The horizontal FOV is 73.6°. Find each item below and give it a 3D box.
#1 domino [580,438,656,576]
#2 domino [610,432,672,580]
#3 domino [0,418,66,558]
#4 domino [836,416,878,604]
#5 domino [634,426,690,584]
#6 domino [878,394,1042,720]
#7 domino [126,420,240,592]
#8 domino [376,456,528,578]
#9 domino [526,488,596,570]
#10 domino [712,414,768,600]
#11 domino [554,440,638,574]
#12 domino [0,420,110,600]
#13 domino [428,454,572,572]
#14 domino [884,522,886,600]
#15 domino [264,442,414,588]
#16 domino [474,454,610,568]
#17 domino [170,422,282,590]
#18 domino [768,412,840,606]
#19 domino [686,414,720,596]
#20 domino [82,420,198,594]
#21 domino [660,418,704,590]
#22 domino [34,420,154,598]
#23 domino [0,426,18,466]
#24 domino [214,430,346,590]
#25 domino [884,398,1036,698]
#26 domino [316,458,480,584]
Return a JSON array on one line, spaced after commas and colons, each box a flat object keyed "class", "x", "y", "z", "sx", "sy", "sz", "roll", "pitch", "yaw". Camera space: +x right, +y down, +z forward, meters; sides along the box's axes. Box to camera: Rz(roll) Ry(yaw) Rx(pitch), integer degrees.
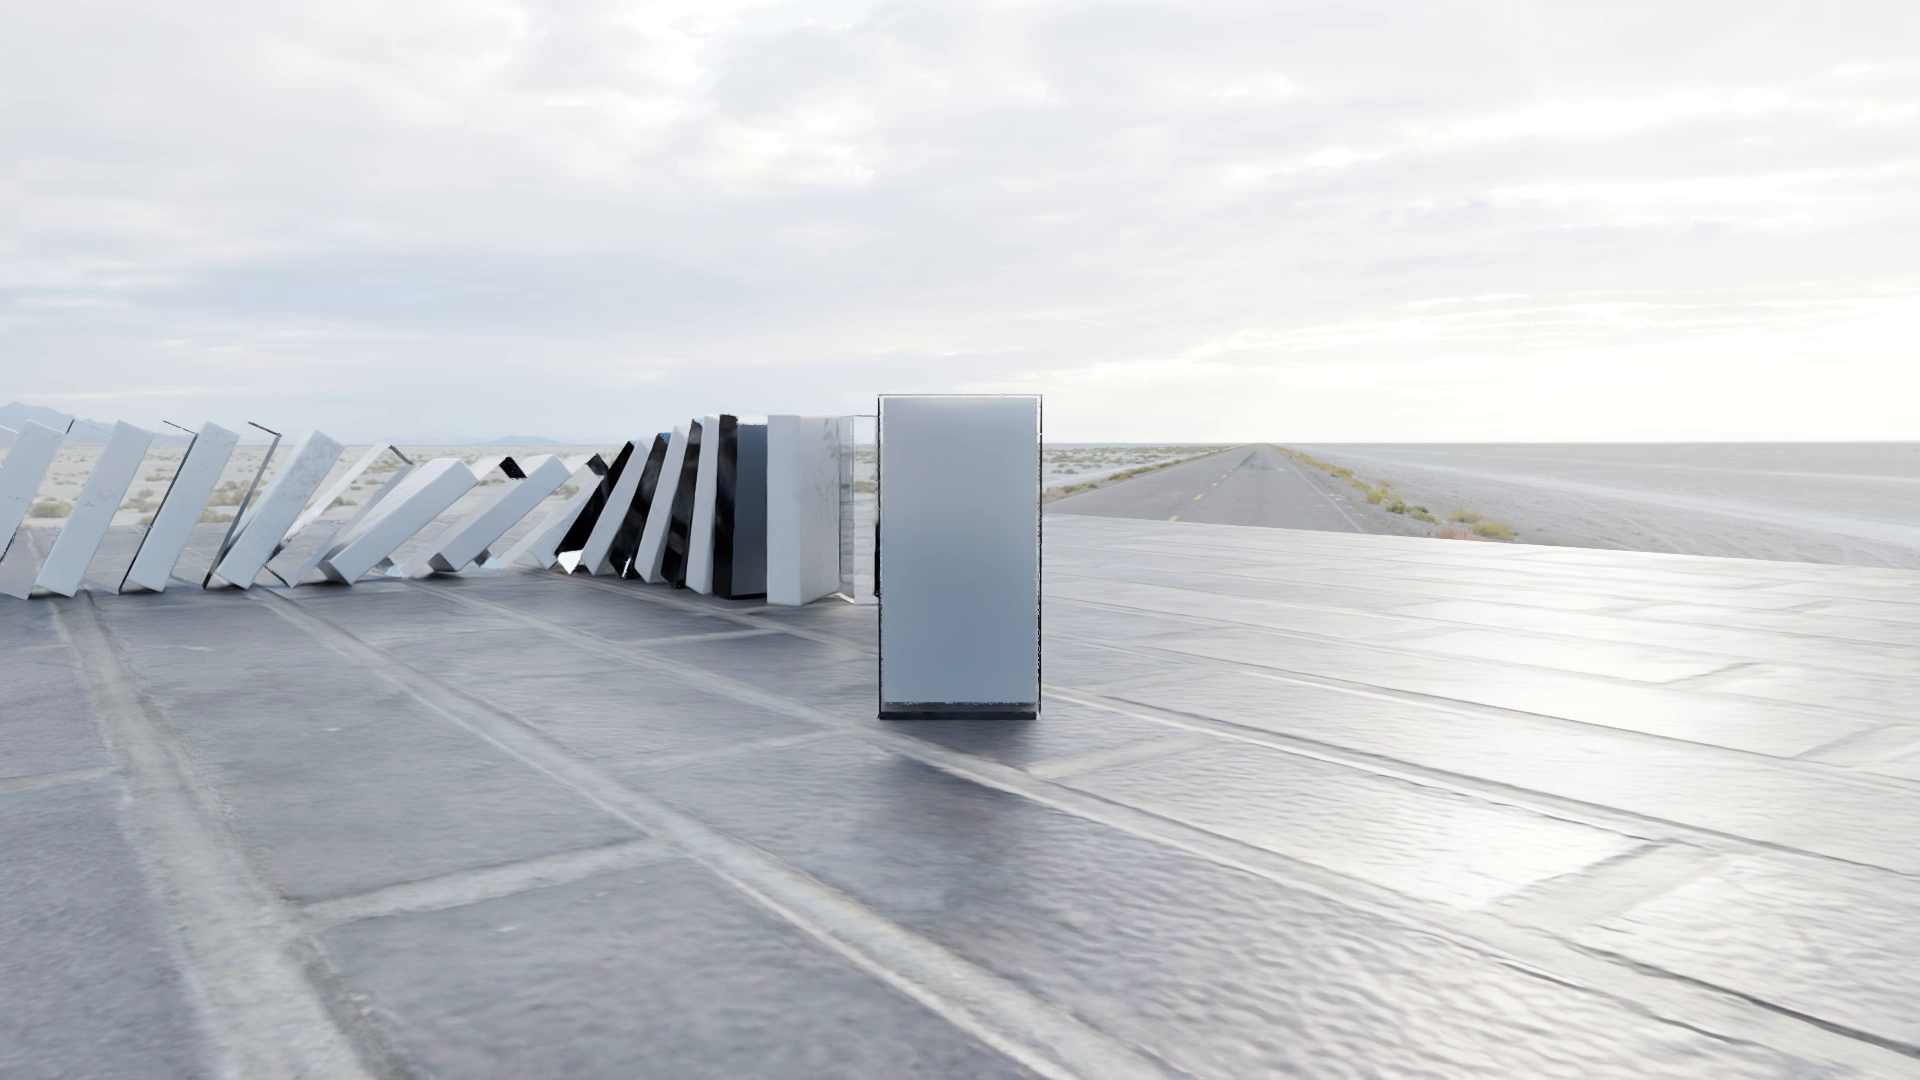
[{"class": "domino", "x": -0.100, "y": -0.011, "z": 0.413, "sx": 0.025, "sy": 0.050, "sz": 0.009, "roll": -5, "pitch": 47, "yaw": -51}, {"class": "domino", "x": -0.089, "y": -0.011, "z": 0.401, "sx": 0.025, "sy": 0.050, "sz": 0.010, "roll": -4, "pitch": 42, "yaw": -45}, {"class": "domino", "x": -0.265, "y": -0.009, "z": 0.356, "sx": 0.010, "sy": 0.050, "sz": 0.025, "roll": 27, "pitch": -11, "yaw": -32}, {"class": "domino", "x": -0.027, "y": -0.009, "z": 0.352, "sx": 0.010, "sy": 0.050, "sz": 0.025, "roll": -1, "pitch": 4, "yaw": -17}, {"class": "domino", "x": -0.080, "y": -0.011, "z": 0.390, "sx": 0.025, "sy": 0.050, "sz": 0.010, "roll": -4, "pitch": 36, "yaw": -43}, {"class": "domino", "x": 0.000, "y": 0.002, "z": 0.201, "sx": 0.025, "sy": 0.050, "sz": 0.010, "roll": 0, "pitch": 4, "yaw": 0}, {"class": "domino", "x": -0.230, "y": -0.011, "z": 0.380, "sx": 0.010, "sy": 0.050, "sz": 0.025, "roll": 27, "pitch": -11, "yaw": -32}, {"class": "domino", "x": -0.168, "y": -0.008, "z": 0.419, "sx": 0.025, "sy": 0.009, "sz": 0.050, "roll": 2, "pitch": 42, "yaw": 50}, {"class": "domino", "x": -0.125, "y": -0.011, "z": 0.442, "sx": 0.050, "sy": 0.010, "sz": 0.025, "roll": -43, "pitch": 10, "yaw": -6}, {"class": "domino", "x": -0.055, "y": -0.010, "z": 0.357, "sx": 0.025, "sy": 0.050, "sz": 0.010, "roll": -4, "pitch": 12, "yaw": -43}, {"class": "domino", "x": -0.111, "y": -0.011, "z": 0.425, "sx": 0.010, "sy": 0.050, "sz": 0.025, "roll": 46, "pitch": 22, "yaw": 17}, {"class": "domino", "x": -0.256, "y": -0.009, "z": 0.362, "sx": 0.009, "sy": 0.050, "sz": 0.025, "roll": 27, "pitch": -11, "yaw": -32}, {"class": "domino", "x": -0.156, "y": -0.009, "z": 0.431, "sx": 0.025, "sy": 0.010, "sz": 0.050, "roll": 1, "pitch": 41, "yaw": 51}, {"class": "domino", "x": -0.010, "y": -0.009, "z": 0.355, "sx": 0.010, "sy": 0.050, "sz": 0.025, "roll": 3, "pitch": 5, "yaw": 34}, {"class": "domino", "x": -0.191, "y": -0.008, "z": 0.393, "sx": 0.010, "sy": 0.050, "sz": 0.025, "roll": 48, "pitch": -19, "yaw": -27}, {"class": "domino", "x": -0.146, "y": -0.010, "z": 0.443, "sx": 0.025, "sy": 0.010, "sz": 0.050, "roll": 1, "pitch": 41, "yaw": 52}, {"class": "domino", "x": -0.221, "y": -0.011, "z": 0.385, "sx": 0.009, "sy": 0.050, "sz": 0.025, "roll": 28, "pitch": -11, "yaw": -32}, {"class": "domino", "x": -0.042, "y": -0.009, "z": 0.346, "sx": 0.010, "sy": 0.050, "sz": 0.025, "roll": 3, "pitch": 8, "yaw": 18}, {"class": "domino", "x": -0.063, "y": -0.010, "z": 0.367, "sx": 0.025, "sy": 0.050, "sz": 0.010, "roll": -4, "pitch": 19, "yaw": -43}, {"class": "domino", "x": -0.239, "y": -0.010, "z": 0.374, "sx": 0.010, "sy": 0.050, "sz": 0.025, "roll": 27, "pitch": -11, "yaw": -32}, {"class": "domino", "x": -0.071, "y": -0.011, "z": 0.379, "sx": 0.025, "sy": 0.050, "sz": 0.009, "roll": -4, "pitch": 29, "yaw": -43}, {"class": "domino", "x": -0.247, "y": -0.010, "z": 0.367, "sx": 0.010, "sy": 0.050, "sz": 0.025, "roll": 27, "pitch": -11, "yaw": -32}, {"class": "domino", "x": -0.274, "y": -0.008, "z": 0.351, "sx": 0.009, "sy": 0.050, "sz": 0.025, "roll": 27, "pitch": -11, "yaw": -32}, {"class": "domino", "x": -0.207, "y": -0.010, "z": 0.388, "sx": 0.009, "sy": 0.050, "sz": 0.025, "roll": 37, "pitch": -16, "yaw": -30}, {"class": "domino", "x": 0.000, "y": 0.001, "z": 0.218, "sx": 0.025, "sy": 0.050, "sz": 0.010, "roll": 0, "pitch": 4, "yaw": 0}, {"class": "domino", "x": -0.179, "y": -0.007, "z": 0.406, "sx": 0.025, "sy": 0.010, "sz": 0.050, "roll": 5, "pitch": 44, "yaw": 49}]
